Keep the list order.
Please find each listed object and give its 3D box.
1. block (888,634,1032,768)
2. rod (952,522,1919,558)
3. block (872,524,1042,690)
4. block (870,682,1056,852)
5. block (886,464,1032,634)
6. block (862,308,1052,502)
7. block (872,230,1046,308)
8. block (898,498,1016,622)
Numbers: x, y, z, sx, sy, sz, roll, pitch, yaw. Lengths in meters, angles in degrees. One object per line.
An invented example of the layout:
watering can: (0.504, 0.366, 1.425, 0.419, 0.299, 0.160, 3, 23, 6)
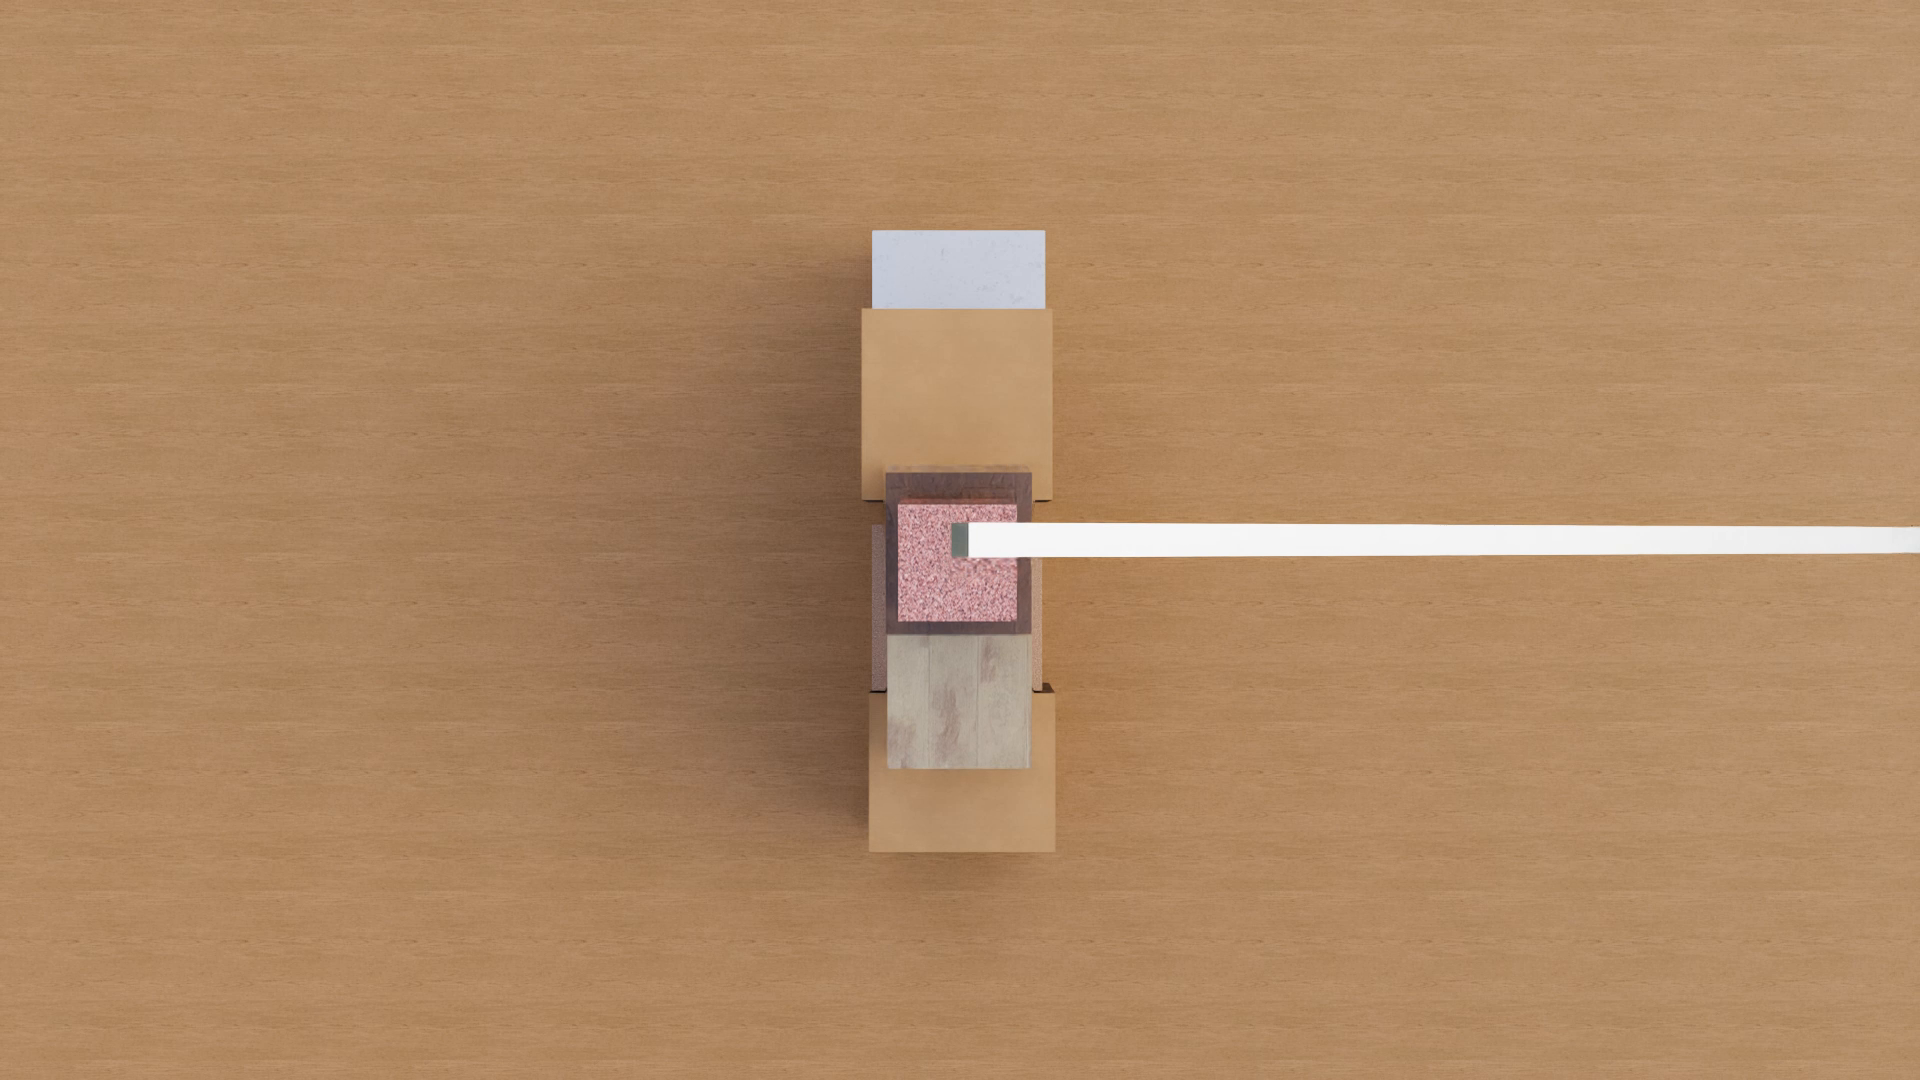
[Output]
block: (-0.002, 0.812, 11.697, 0.740, 0.816, 0.734, 0, 89, 0)
rod: (2.212, 0.000, 6.495, 5.200, 0.080, 0.080, 0, 90, -32)
block: (-0.017, 0.374, 12.589, 0.943, 0.823, 0.919, 0, 90, 0)
block: (0.012, 1.281, 12.552, 1.025, 0.895, 0.874, 0, 90, 0)
block: (-0.007, 0.032, 10.863, 0.694, 0.851, 0.771, 0, 94, 0)
block: (-0.015, -0.696, 11.728, 0.978, 0.912, 0.980, 0, 90, 0)
block: (-0.006, -1.301, 12.604, 0.960, 0.792, 0.834, 0, 90, 0)
block: (-0.012, 0.084, 10.170, 0.535, 0.539, 0.527, 0, 94, 0)
